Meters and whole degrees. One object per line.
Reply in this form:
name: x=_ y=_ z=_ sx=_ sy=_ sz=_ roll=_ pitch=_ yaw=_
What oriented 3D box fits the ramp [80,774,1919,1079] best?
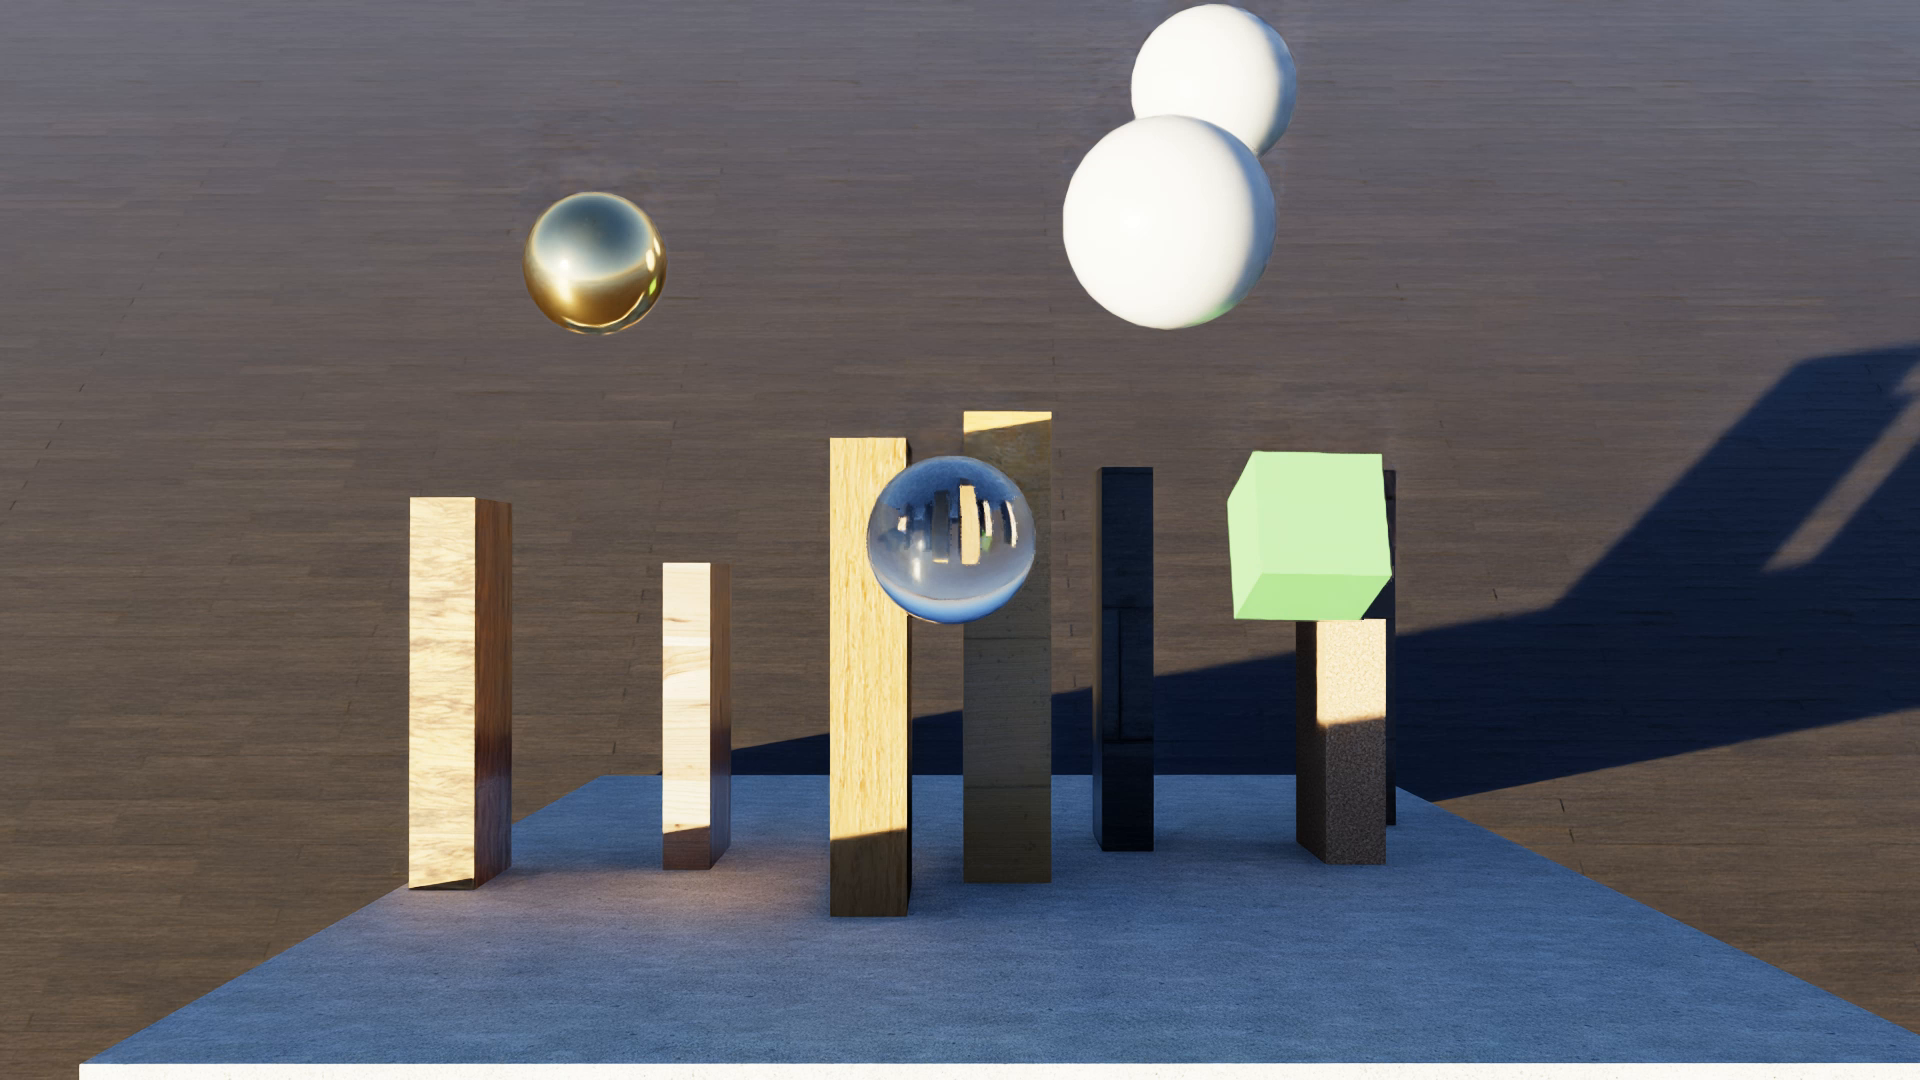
ramp: x=0.072 y=0.631 z=4.730 sx=2.000 sy=0.100 sz=4.000 roll=0 pitch=-1 yaw=0

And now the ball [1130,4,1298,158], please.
ball: x=0.260 y=-0.462 z=2.654 sx=0.170 sy=0.170 sz=0.170 roll=0 pitch=32 yaw=0

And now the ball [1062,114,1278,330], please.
ball: x=0.186 y=-0.282 z=2.298 sx=0.190 sy=0.190 sz=0.190 roll=0 pitch=32 yaw=0

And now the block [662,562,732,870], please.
block: x=-0.480 y=0.313 z=4.761 sx=0.082 sy=0.538 sz=0.424 roll=0 pitch=-1 yaw=0

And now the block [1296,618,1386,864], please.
block: x=0.707 y=0.364 z=4.834 sx=0.107 sy=0.438 sz=0.410 roll=0 pitch=-1 yaw=0

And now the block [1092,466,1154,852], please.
block: x=0.314 y=0.225 z=5.029 sx=0.096 sy=0.720 sz=0.339 roll=0 pitch=-1 yaw=0

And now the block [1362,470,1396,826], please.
block: x=0.847 y=0.224 z=5.500 sx=0.109 sy=0.735 sz=0.263 roll=0 pitch=-1 yaw=0

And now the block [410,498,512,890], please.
block: x=-0.850 y=0.255 z=4.434 sx=0.106 sy=0.644 sz=0.356 roll=0 pitch=-1 yaw=0

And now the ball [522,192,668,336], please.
ball: x=-0.306 y=-0.232 z=2.174 sx=0.120 sy=0.120 sz=0.120 roll=0 pitch=32 yaw=0

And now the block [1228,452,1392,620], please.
block: x=0.353 y=-0.003 z=2.640 sx=0.131 sy=0.131 sz=0.131 roll=1 pitch=68 yaw=-6

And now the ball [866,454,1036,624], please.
ball: x=-0.010 y=0.000 z=2.959 sx=0.194 sy=0.194 sz=0.194 roll=0 pitch=32 yaw=0

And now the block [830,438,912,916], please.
block: x=-0.139 y=0.211 z=4.146 sx=0.116 sy=0.724 sz=0.449 roll=0 pitch=-1 yaw=0

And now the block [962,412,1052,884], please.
block: x=0.079 y=0.183 z=4.568 sx=0.147 sy=0.791 sz=0.426 roll=0 pitch=-1 yaw=0
